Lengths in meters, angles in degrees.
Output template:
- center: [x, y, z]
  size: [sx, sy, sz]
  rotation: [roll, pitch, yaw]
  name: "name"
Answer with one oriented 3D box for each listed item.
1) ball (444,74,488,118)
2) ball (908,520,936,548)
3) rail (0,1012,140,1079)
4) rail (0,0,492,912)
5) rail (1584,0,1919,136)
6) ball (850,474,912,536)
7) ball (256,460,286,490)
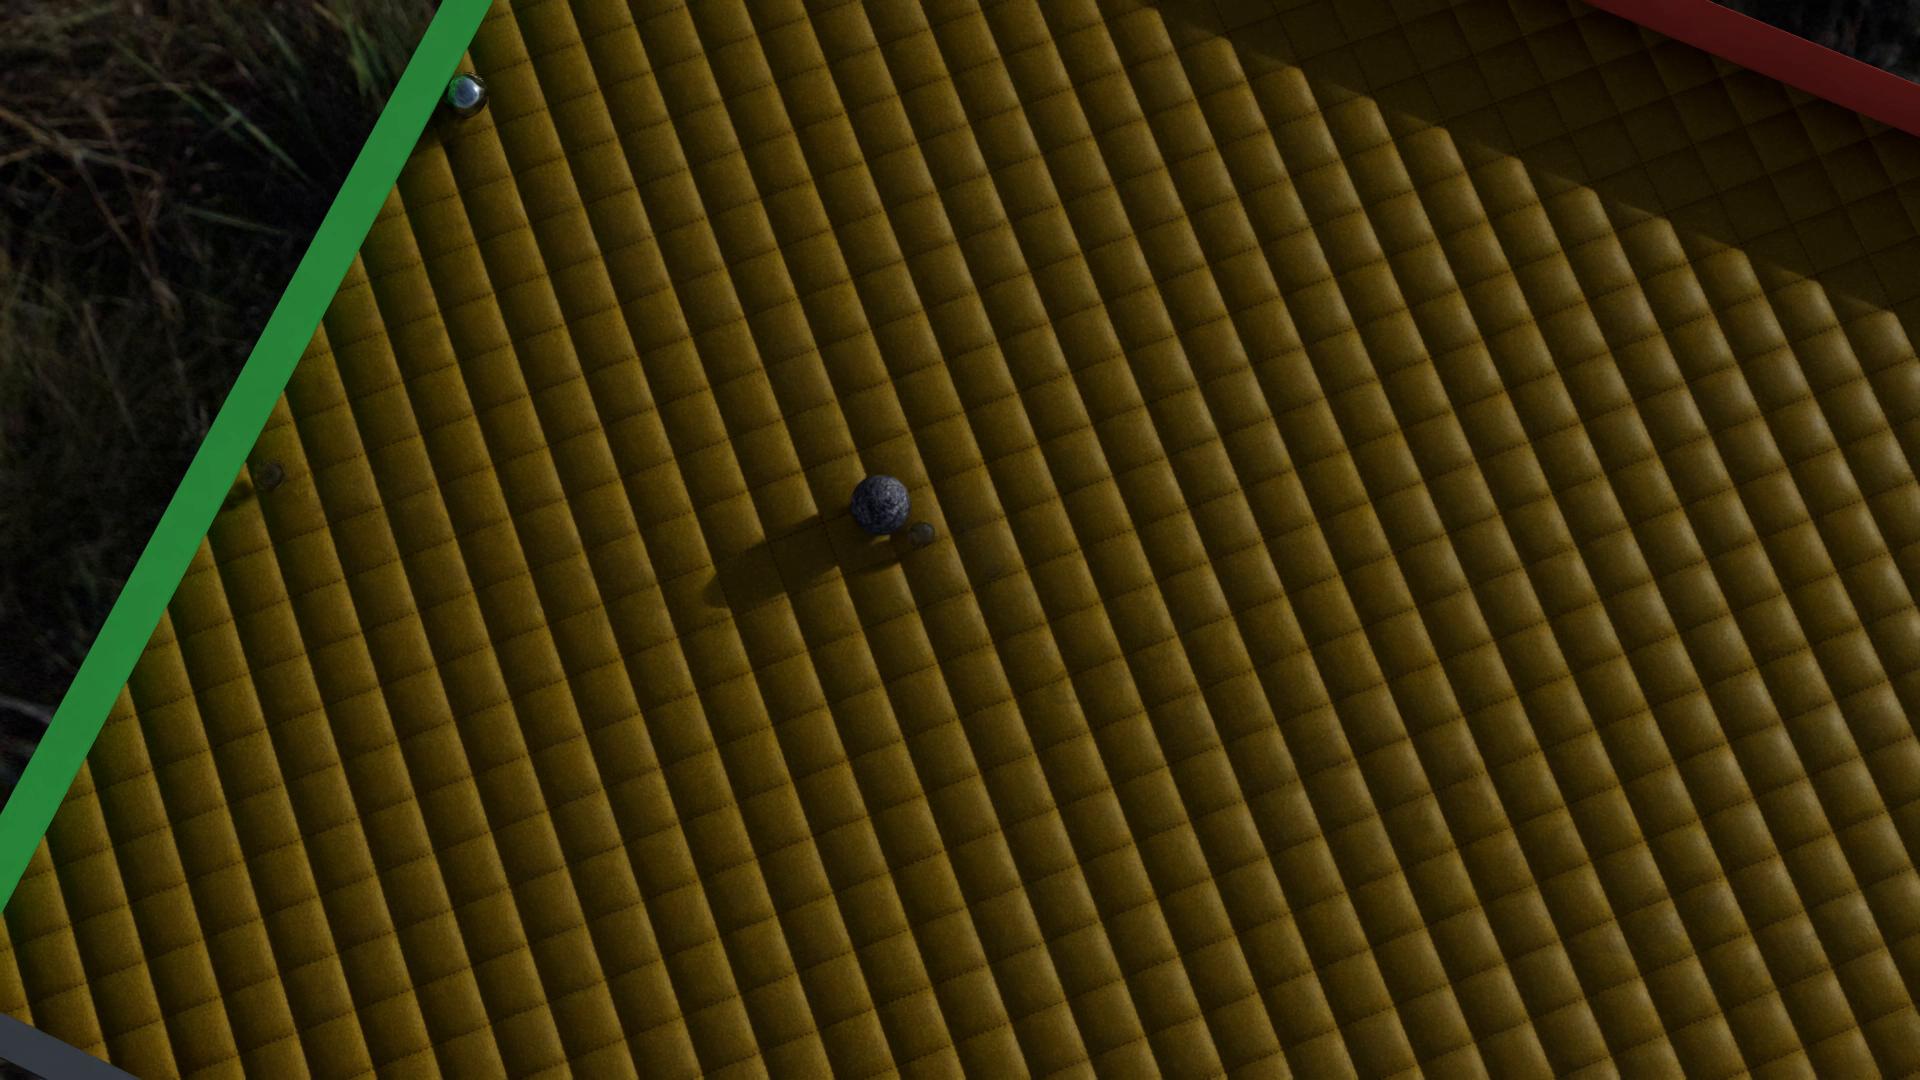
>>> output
- center: [-0.781, -0.701, 3.474]
  size: [0.068, 0.068, 0.068]
  rotation: [0, 77, 0]
  name: "ball"
- center: [-0.057, -0.009, 3.332]
  size: [0.042, 0.042, 0.042]
  rotation: [0, 77, 0]
  name: "ball"
- center: [0.483, 1.509, 2.948]
  size: [4.311, 0.119, 0.045]
  rotation: [24, 78, 5]
  name: "rail"
- center: [-0.961, -0.428, 3.385]
  size: [0.045, 0.119, 2.486]
  rotation: [24, 78, 5]
  name: "rail"
- center: [1.483, -0.661, 3.438]
  size: [4.311, 0.119, 0.045]
  rotation: [24, 78, 5]
  name: "rail"
- center: [-0.119, -0.053, 3.316]
  size: [0.092, 0.092, 0.092]
  rotation: [0, 77, 0]
  name: "ball"
- center: [-1.051, -0.099, 3.351]
  size: [0.043, 0.043, 0.043]
  rotation: [0, 77, 0]
  name: "ball"
